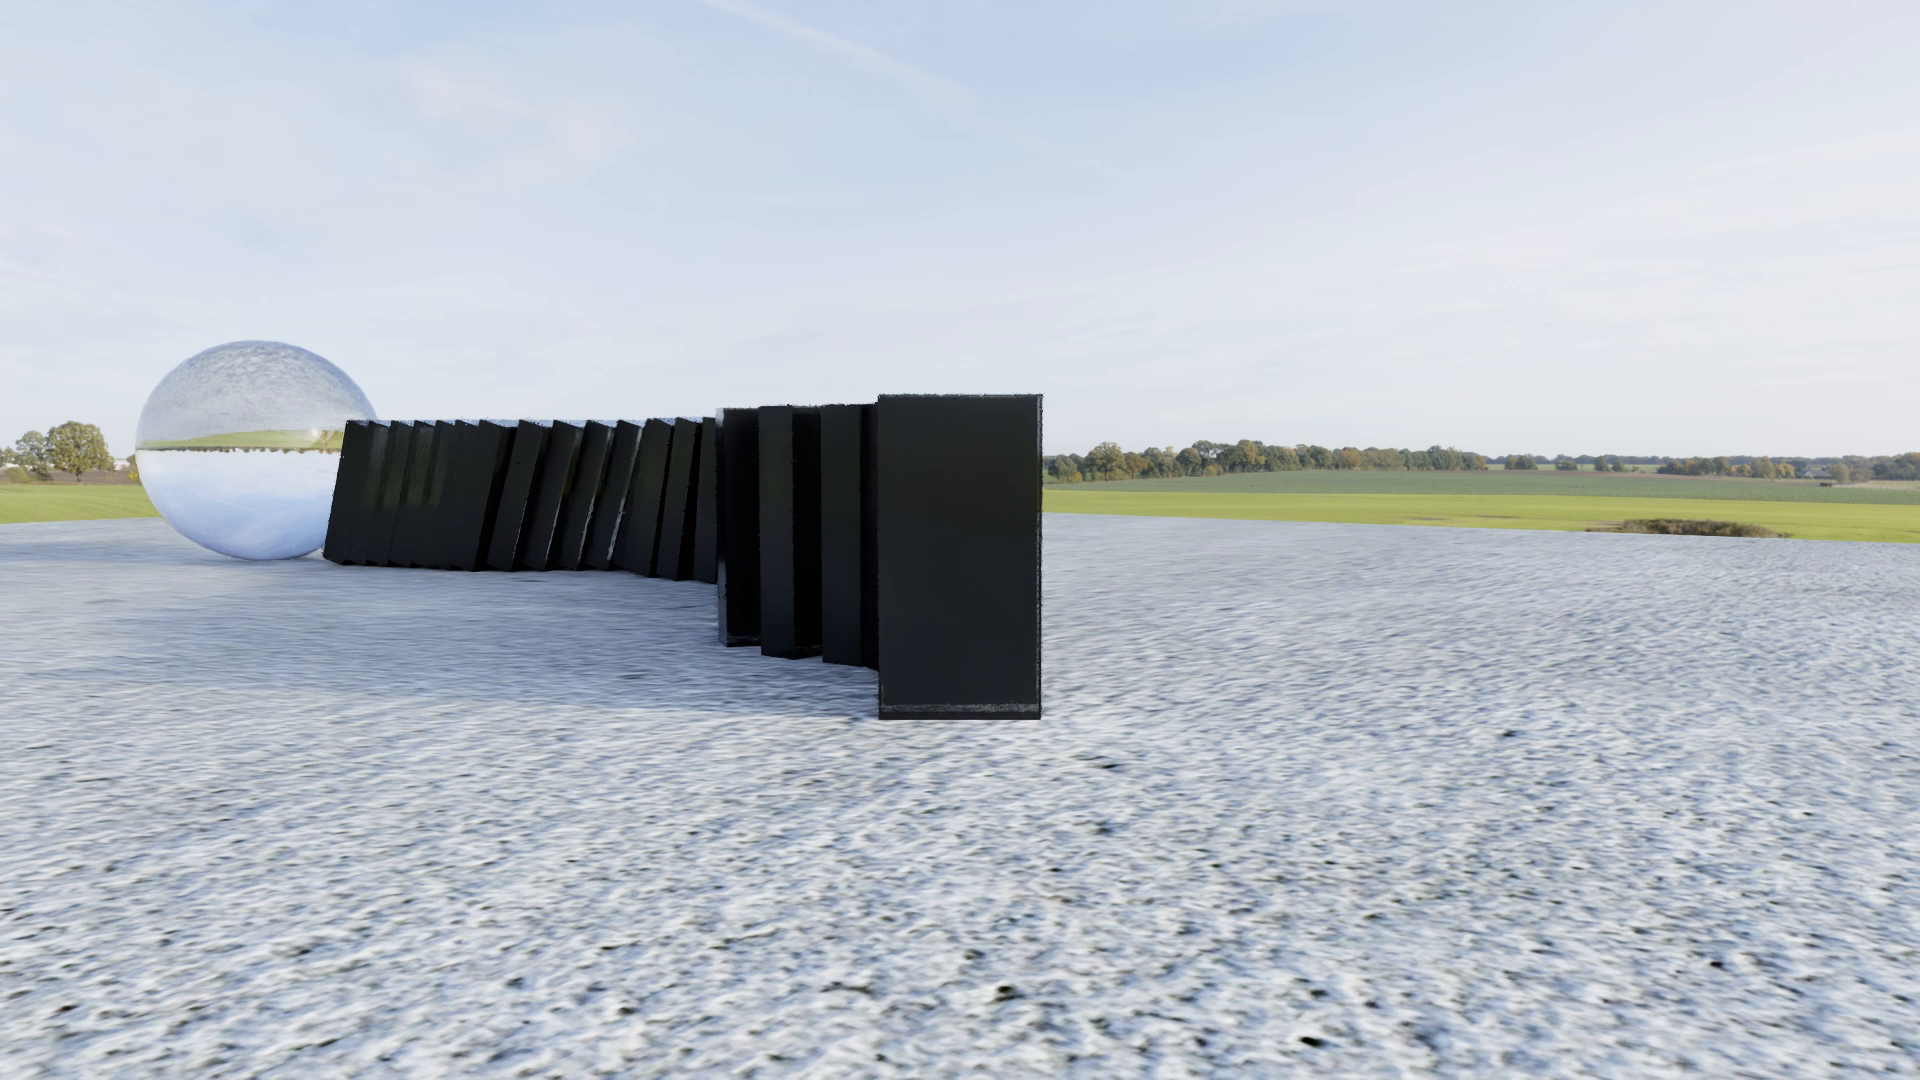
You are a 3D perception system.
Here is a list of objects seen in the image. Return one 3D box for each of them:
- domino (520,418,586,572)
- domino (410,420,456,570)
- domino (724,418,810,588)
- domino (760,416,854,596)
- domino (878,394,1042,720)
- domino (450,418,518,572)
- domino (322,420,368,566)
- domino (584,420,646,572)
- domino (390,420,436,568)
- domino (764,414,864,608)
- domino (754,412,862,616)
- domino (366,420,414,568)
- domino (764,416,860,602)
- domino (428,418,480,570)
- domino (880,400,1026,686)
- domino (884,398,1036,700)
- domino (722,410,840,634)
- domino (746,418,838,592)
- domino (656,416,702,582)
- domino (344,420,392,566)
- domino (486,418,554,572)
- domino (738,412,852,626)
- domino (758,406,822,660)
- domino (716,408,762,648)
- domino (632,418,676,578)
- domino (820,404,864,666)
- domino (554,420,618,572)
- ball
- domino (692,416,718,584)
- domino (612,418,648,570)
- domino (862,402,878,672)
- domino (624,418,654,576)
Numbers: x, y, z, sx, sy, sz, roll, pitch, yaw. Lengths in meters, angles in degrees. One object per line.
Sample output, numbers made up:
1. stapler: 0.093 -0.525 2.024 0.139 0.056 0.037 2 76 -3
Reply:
1. domino: -0.133 -0.016 0.436 0.010 0.050 0.025 18 8 13
2. domino: -0.173 -0.016 0.444 0.010 0.050 0.025 18 10 18
3. domino: -0.059 -0.012 0.390 0.009 0.050 0.025 6 7 40
4. domino: -0.044 -0.010 0.365 0.025 0.050 0.010 -1 4 -17
5. domino: 0.000 0.002 0.201 0.025 0.050 0.009 0 4 0
6. domino: -0.155 -0.015 0.434 0.009 0.050 0.025 18 10 18
7. domino: -0.210 -0.017 0.458 0.009 0.050 0.025 18 10 18
8. domino: -0.112 -0.016 0.438 0.010 0.050 0.025 18 8 13
9. domino: -0.182 -0.016 0.448 0.010 0.050 0.025 18 10 18
10. domino: -0.038 -0.008 0.336 0.025 0.050 0.009 -1 4 -7
11. domino: -0.038 -0.006 0.320 0.025 0.050 0.009 0 4 4
12. domino: -0.191 -0.017 0.451 0.010 0.050 0.025 18 10 18
13. domino: -0.040 -0.009 0.351 0.025 0.050 0.010 -1 4 -10
14. domino: -0.164 -0.016 0.439 0.009 0.050 0.025 18 10 18
15. domino: -0.001 0.000 0.231 0.025 0.050 0.009 -1 4 -8
16. domino: 0.000 0.001 0.216 0.025 0.050 0.009 0 4 -2
17. domino: -0.040 -0.004 0.290 0.025 0.050 0.010 0 4 1
18. domino: -0.049 -0.011 0.379 0.025 0.050 0.010 -2 5 -29
19. domino: -0.080 -0.013 0.404 0.009 0.050 0.025 18 14 35
20. domino: -0.201 -0.017 0.455 0.009 0.050 0.025 18 10 18
21. domino: -0.144 -0.015 0.435 0.009 0.050 0.025 18 8 13
22. domino: -0.039 -0.005 0.305 0.025 0.050 0.009 0 4 6
23. domino: -0.029 -0.002 0.264 0.009 0.050 0.025 3 5 38
24. domino: -0.039 -0.003 0.275 0.025 0.050 0.009 -2 5 -21
25. domino: -0.089 -0.014 0.413 0.010 0.050 0.025 23 18 38
26. domino: -0.016 -0.002 0.256 0.009 0.050 0.025 3 5 33
27. domino: -0.122 -0.016 0.438 0.009 0.050 0.025 18 8 13
28. ball: -0.252 -0.032 0.466 0.080 0.080 0.080 0 4 0
29. domino: -0.069 -0.013 0.398 0.009 0.050 0.025 10 9 33
30. domino: -0.102 -0.015 0.436 0.009 0.050 0.025 18 9 14
31. domino: -0.005 -0.001 0.246 0.025 0.050 0.010 -2 5 -28
32. domino: -0.094 -0.015 0.423 0.009 0.050 0.025 22 16 33
